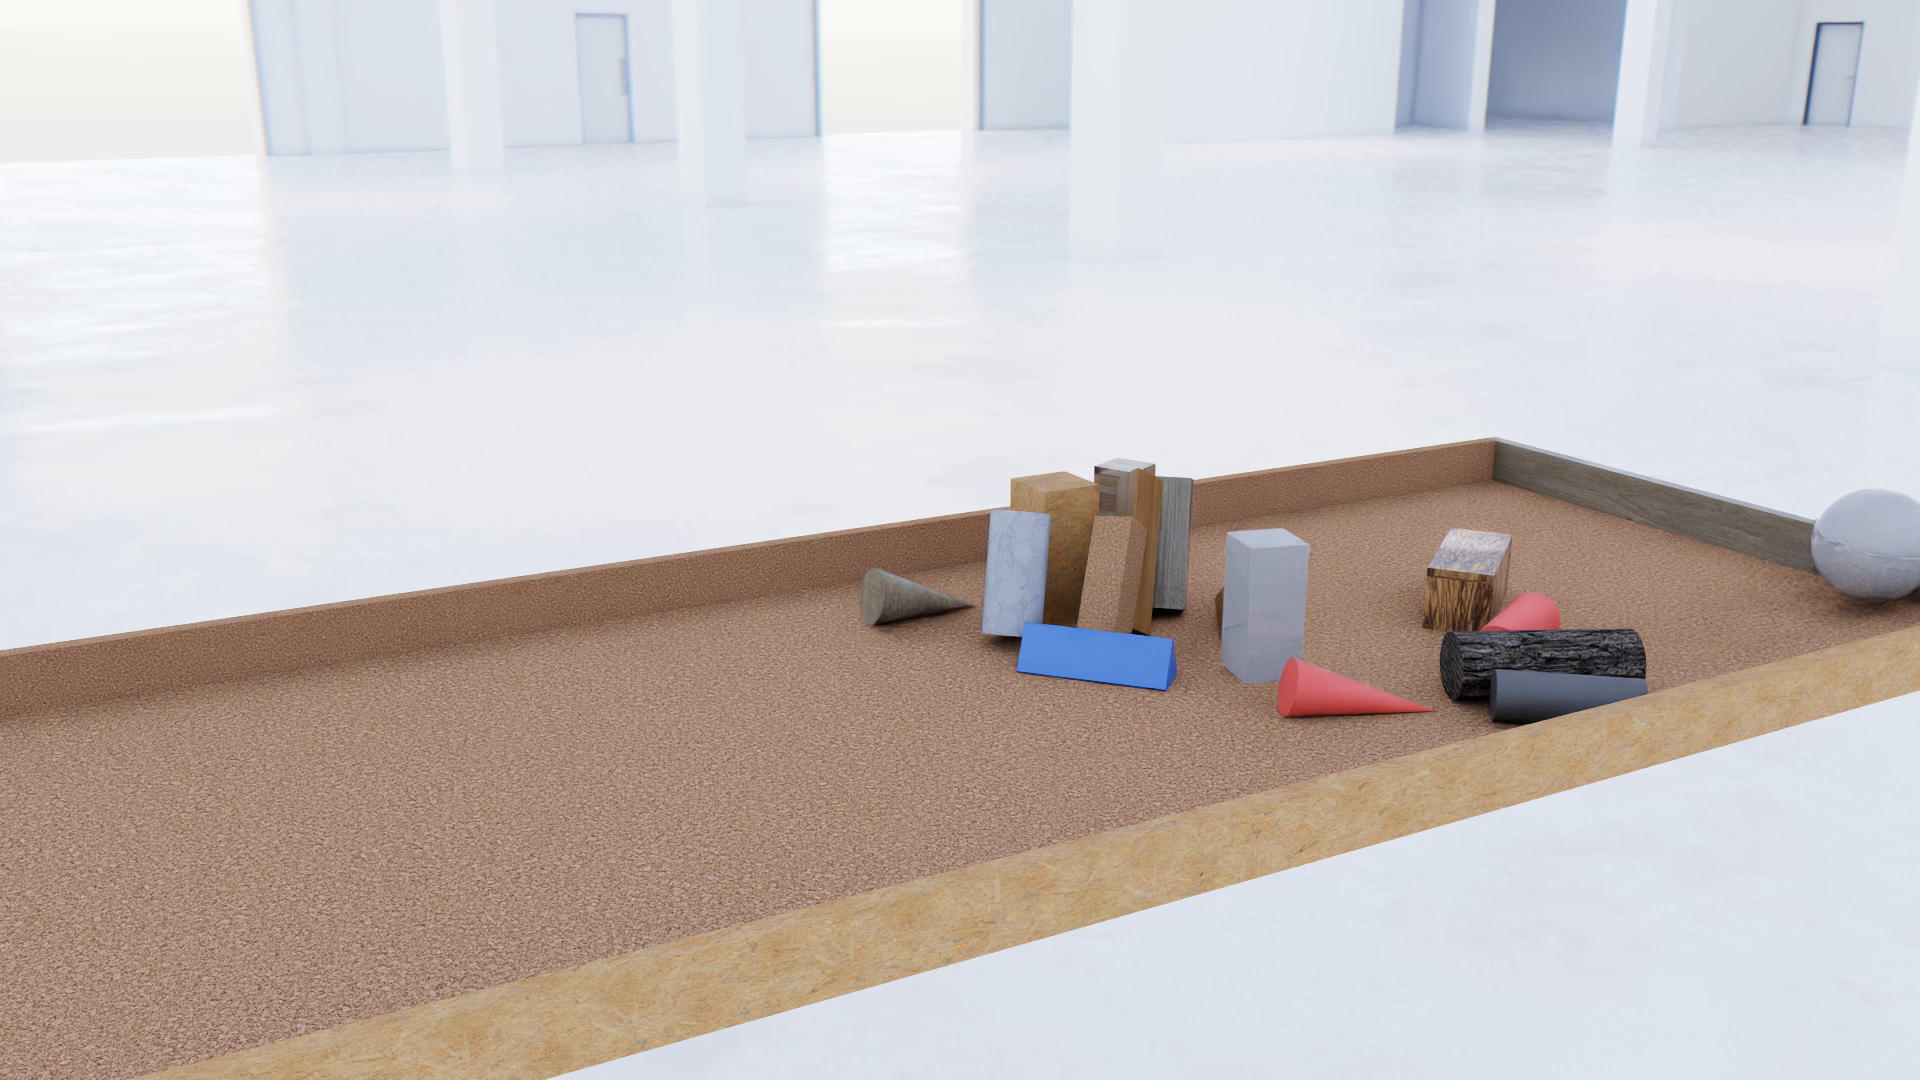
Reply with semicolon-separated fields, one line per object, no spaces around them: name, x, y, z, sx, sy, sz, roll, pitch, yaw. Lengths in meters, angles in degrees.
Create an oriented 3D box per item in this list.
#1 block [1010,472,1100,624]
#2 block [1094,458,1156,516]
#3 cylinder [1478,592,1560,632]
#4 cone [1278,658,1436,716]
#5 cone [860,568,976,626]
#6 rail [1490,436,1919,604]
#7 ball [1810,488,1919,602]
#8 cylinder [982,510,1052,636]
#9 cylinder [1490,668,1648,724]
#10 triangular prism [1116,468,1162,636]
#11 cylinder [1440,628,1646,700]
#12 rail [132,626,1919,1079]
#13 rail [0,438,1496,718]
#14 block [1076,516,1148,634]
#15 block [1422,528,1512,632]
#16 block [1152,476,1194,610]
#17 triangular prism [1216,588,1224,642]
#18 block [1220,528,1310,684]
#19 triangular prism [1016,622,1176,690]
block;0.261;0.021;4.608;0.178;0.380;0.178;-9;18;-28
block;0.480;-0.042;4.848;0.131;0.367;0.131;11;20;34
cylinder;1.443;0.245;4.279;0.137;0.137;0.325;11;20;33
cone;0.963;0.380;3.938;0.373;0.142;0.142;10;16;-5
cone;-0.097;0.174;4.626;0.332;0.157;0.157;7;12;-28
rail;2.466;-0.048;5.253;0.050;0.150;2.100;-9;18;-27
ball;2.579;0.015;4.650;0.321;0.321;0.321;0;16;0
cylinder;0.150;0.091;4.400;0.164;0.328;0.164;5;-2;0
cylinder;1.422;0.375;3.864;0.333;0.123;0.123;3;17;11
triangular prism;0.460;0.037;4.513;0.105;0.441;0.121;-7;-20;40
cylinder;1.421;0.303;4.032;0.447;0.166;0.166;-1;16;-3
rail;-2.336;1.006;1.665;12.000;0.150;0.050;-9;18;-27
rail;-3.305;0.497;3.399;12.000;0.150;0.050;-9;18;-27
block;0.403;0.110;4.368;0.109;0.328;0.109;2;-16;30
block;1.437;0.114;4.658;0.175;0.175;0.429;7;18;23
block;0.579;0.008;4.640;0.128;0.366;0.128;3;-1;12
triangular prism;0.773;0.178;4.565;0.114;0.098;0.362;2;17;6
block;0.768;0.165;4.168;0.153;0.352;0.153;-4;17;-14
triangular prism;0.348;0.283;4.180;0.386;0.114;0.131;6;18;19
